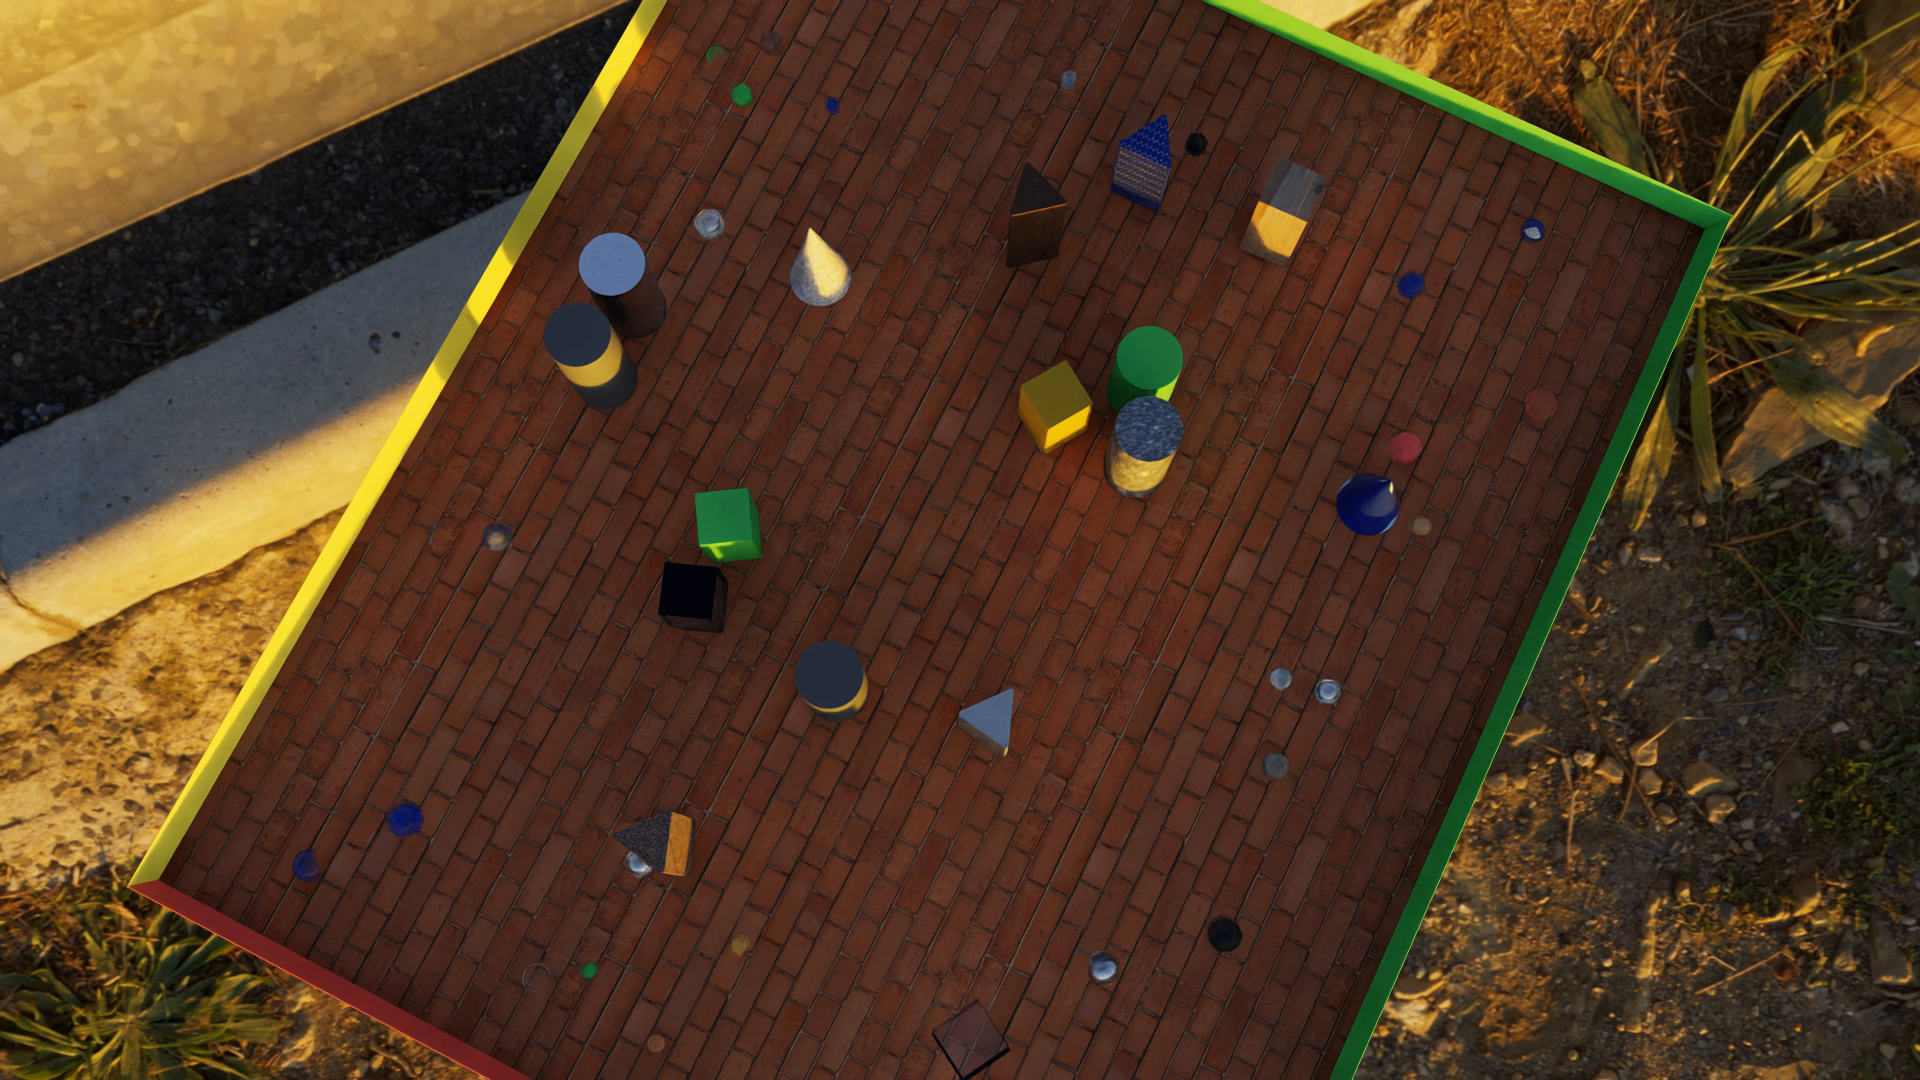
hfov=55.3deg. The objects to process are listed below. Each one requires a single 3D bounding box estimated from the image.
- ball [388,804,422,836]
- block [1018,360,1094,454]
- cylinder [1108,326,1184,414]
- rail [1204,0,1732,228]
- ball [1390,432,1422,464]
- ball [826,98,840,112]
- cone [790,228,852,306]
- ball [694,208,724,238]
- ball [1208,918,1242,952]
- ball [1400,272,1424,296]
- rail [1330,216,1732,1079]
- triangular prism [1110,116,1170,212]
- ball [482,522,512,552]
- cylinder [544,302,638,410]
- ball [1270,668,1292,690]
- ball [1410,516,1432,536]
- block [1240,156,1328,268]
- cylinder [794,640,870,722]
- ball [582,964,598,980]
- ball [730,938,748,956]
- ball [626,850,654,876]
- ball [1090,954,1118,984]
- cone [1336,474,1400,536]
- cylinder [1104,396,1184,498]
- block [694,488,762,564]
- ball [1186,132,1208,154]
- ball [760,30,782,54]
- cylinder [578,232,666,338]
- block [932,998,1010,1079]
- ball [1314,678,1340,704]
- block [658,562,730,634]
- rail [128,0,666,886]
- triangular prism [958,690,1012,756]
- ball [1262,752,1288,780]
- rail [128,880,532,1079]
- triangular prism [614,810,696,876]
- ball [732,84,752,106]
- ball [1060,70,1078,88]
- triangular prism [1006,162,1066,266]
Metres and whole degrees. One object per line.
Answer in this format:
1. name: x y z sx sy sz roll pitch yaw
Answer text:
1. ball: -1.636 0.825 5.396 0.097 0.097 0.097 0 78 0
2. block: 0.286 -0.397 5.541 0.156 0.308 0.156 -30 80 -6
3. cylinder: 0.556 -0.497 5.536 0.195 0.359 0.195 0 78 0
4. rail: 0.880 -1.717 5.906 3.378 0.127 0.045 26 80 5
5. ball: 1.368 -0.283 5.626 0.096 0.096 0.096 0 78 0
6. ball: -0.409 -1.395 5.883 0.043 0.043 0.043 0 78 0
7. cone: -0.440 -0.874 5.580 0.195 0.425 0.195 0 78 0
8. ball: -0.790 -0.997 5.776 0.092 0.092 0.092 0 78 0
9. ball: 0.771 1.149 5.329 0.097 0.097 0.097 0 78 0
10. ball: 1.416 -0.801 5.743 0.076 0.076 0.076 0 78 0
11. rail: 1.490 0.736 5.399 0.045 0.127 3.984 26 80 5
12. triangular prism: 0.587 -1.181 5.681 0.169 0.352 0.146 26 80 5
13. ball: -1.409 -0.009 5.573 0.088 0.088 0.088 0 78 0
14. cylinder: -1.103 -0.547 5.500 0.195 0.449 0.195 0 78 0
15. ball: 0.963 0.416 5.498 0.064 0.064 0.064 0 78 0
16. ball: 1.407 -0.042 5.593 0.063 0.063 0.063 0 78 0
17. block: 0.989 -1.002 5.627 0.156 0.386 0.156 25 79 5
18. cylinder: -0.371 0.416 5.358 0.195 0.338 0.195 0 78 0
19. ball: -1.080 1.256 5.333 0.046 0.046 0.046 0 78 0
20. ball: -0.645 1.185 5.345 0.051 0.051 0.051 0 78 0
21. ball: -0.939 0.945 5.374 0.084 0.084 0.084 0 78 0
22. ball: 0.418 1.243 5.316 0.085 0.085 0.085 0 78 0
23. cone: 1.255 -0.142 5.483 0.195 0.319 0.195 0 78 0
24. cylinder: 0.539 -0.271 5.444 0.195 0.449 0.195 0 78 0
25. block: -0.690 -0.041 5.481 0.156 0.281 0.156 -6 78 -1
26. ball: 0.755 -1.264 5.843 0.069 0.069 0.069 0 78 0
27. ball: -0.610 -1.607 5.914 0.070 0.070 0.070 0 78 0
28. cylinder: -1.020 -0.768 5.569 0.195 0.405 0.195 0 78 0
29. block: 0.030 1.413 5.184 0.156 0.274 0.156 -33 80 -6
30. ball: 1.100 0.453 5.484 0.076 0.076 0.076 0 78 0
31. block: -0.789 0.174 5.446 0.156 0.264 0.156 6 78 1
32. rail: -1.490 -0.723 5.700 0.045 0.127 3.984 26 80 5
33. triangular prism: 0.107 0.513 5.357 0.169 0.300 0.146 35 80 7
34. ball: 0.936 0.670 5.438 0.079 0.079 0.079 0 78 0
35. rail: -0.880 1.731 5.193 3.378 0.127 0.045 26 80 5
36. triangular prism: -0.829 0.840 5.202 0.169 0.471 0.146 35 80 7
37. ball: -0.700 -1.429 5.877 0.068 0.068 0.068 0 78 0
38. ball: 0.351 -1.483 5.897 0.052 0.052 0.052 0 78 0
39. triangular prism: 0.214 -0.996 5.597 0.169 0.443 0.146 -13 79 -3
